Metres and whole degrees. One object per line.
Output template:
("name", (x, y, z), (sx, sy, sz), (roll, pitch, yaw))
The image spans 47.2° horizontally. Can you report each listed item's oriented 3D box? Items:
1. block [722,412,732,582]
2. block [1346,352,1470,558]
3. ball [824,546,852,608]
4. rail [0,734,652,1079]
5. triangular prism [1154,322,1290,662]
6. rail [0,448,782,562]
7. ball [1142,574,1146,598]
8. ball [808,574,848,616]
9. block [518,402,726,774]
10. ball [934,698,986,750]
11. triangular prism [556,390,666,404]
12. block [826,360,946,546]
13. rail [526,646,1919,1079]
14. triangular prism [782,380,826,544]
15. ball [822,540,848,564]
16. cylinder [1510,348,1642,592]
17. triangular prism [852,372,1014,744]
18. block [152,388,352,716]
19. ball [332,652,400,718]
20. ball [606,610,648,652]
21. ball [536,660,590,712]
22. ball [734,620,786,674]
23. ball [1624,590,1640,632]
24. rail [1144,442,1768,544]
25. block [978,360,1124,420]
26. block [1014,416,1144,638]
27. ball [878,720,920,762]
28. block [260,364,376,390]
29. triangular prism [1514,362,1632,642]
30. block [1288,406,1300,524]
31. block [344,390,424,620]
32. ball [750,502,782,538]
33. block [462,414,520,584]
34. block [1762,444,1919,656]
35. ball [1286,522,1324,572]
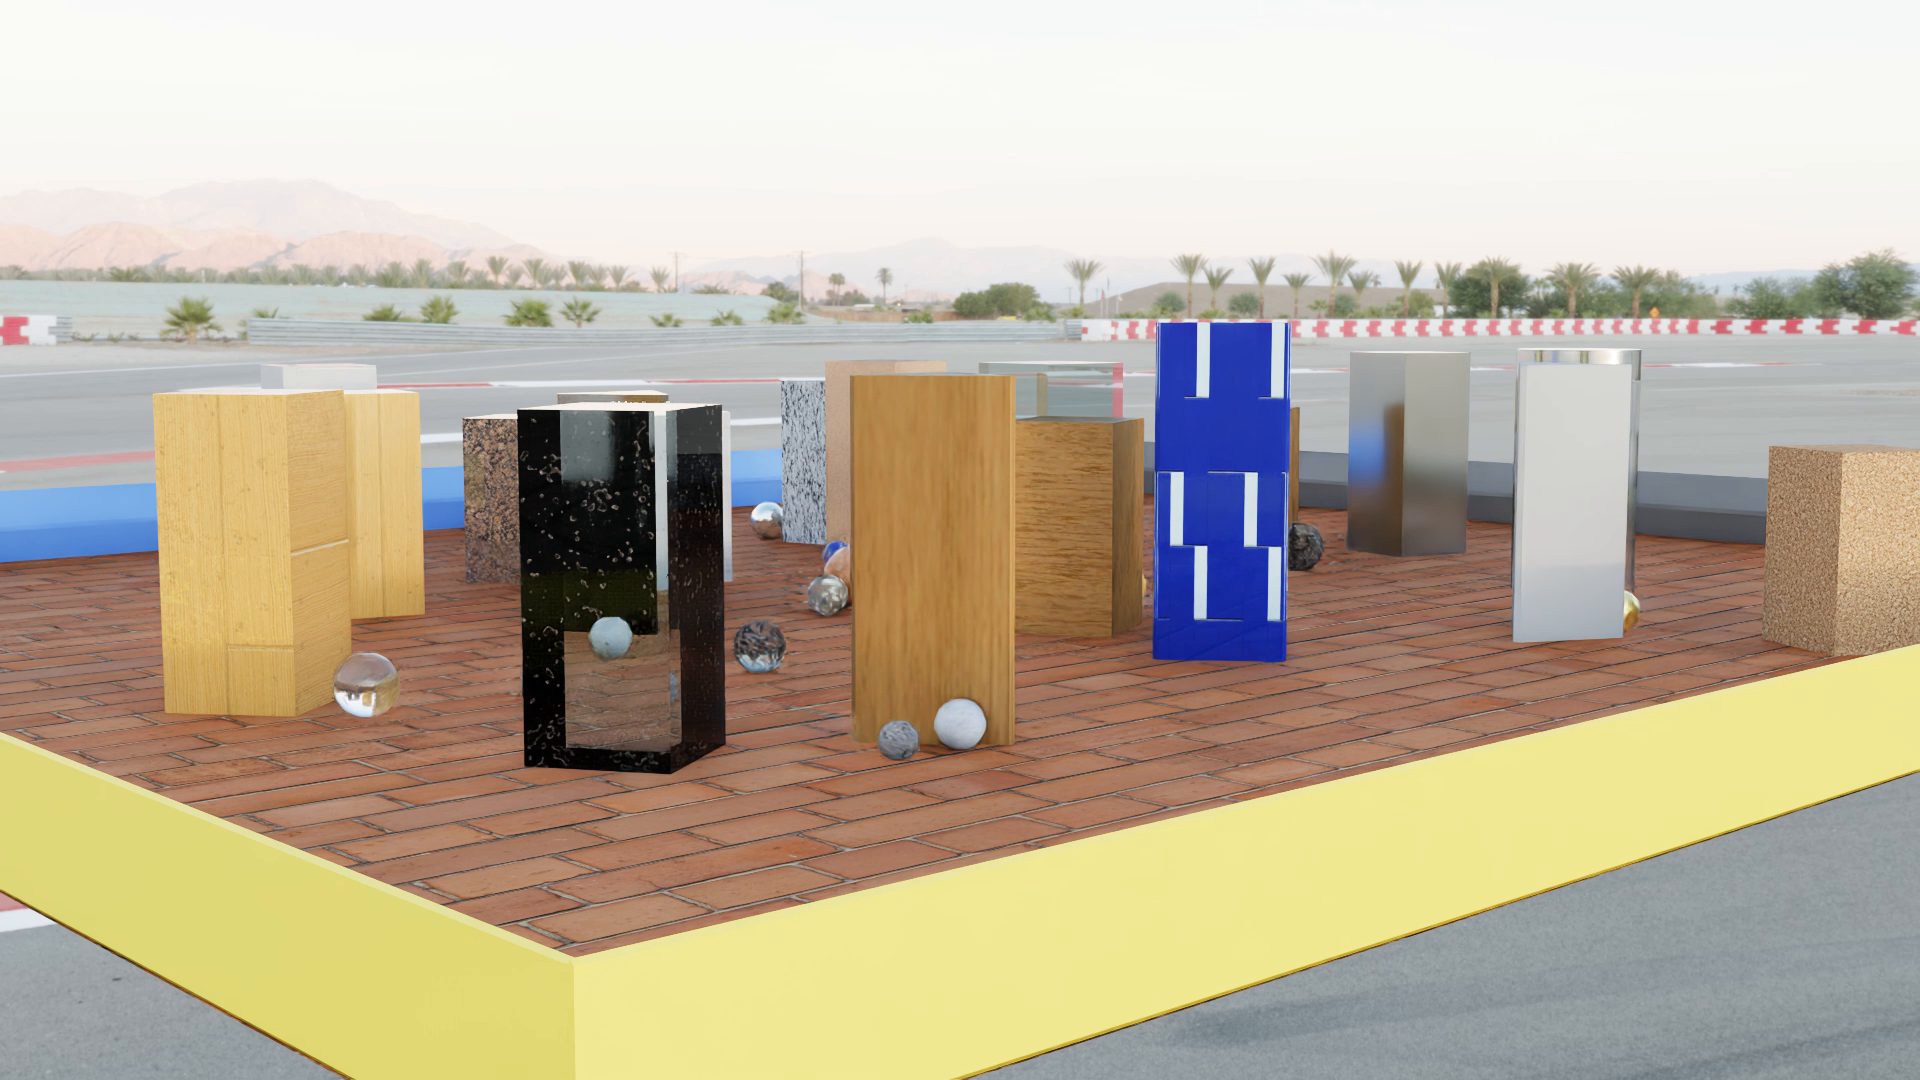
("block", (-0.480, -0.072, 3.594), (0.152, 0.277, 0.152), (-5, 8, -39))
("block", (0.818, -0.160, 4.018), (0.152, 0.364, 0.152), (-3, 7, -29))
("ball", (-0.155, 0.054, 3.247), (0.093, 0.093, 0.093), (0, 6, 0))
("rail", (-1.210, 0.149, 2.222), (0.045, 0.123, 3.059), (-6, 8, -42))
("triangular prism", (0.338, -0.067, 2.837), (0.165, 0.426, 0.142), (1, 6, 7))
("rail", (-1.021, -0.084, 4.433), (3.340, 0.123, 0.045), (-6, 8, -42))
("ball", (0.243, 0.069, 3.254), (0.066, 0.066, 0.066), (0, 6, 0))
("ball", (-0.191, 0.080, 3.185), (0.060, 0.060, 0.060), (0, 6, 0))
("block", (-0.332, 0.042, 2.179), (0.152, 0.348, 0.152), (2, 6, 14))
("ball", (0.000, 0.186, 2.222), (0.052, 0.052, 0.052), (0, 6, 0))
("triangular prism", (-0.466, -0.047, 3.133), (0.165, 0.325, 0.142), (2, 6, 14))
("block", (-0.129, -0.139, 3.868), (0.152, 0.353, 0.152), (4, 7, 35))
("rail", (1.021, 0.148, 2.232), (3.340, 0.123, 0.045), (-6, 8, -42))
("triangular prism", (-0.232, -0.151, 4.207), (0.165, 0.307, 0.142), (4, 7, 33))
("ball", (-0.209, 0.026, 3.743), (0.051, 0.051, 0.051), (0, 6, 0))
("cylinder", (0.974, -0.112, 3.481), (0.190, 0.380, 0.190), (0, 6, 0))
("triangular prism", (-0.023, 0.014, 2.308), (0.165, 0.376, 0.142), (0, 6, 4))
("block", (-0.791, 0.009, 2.471), (0.152, 0.351, 0.152), (1, 6, 8))
("ball", (-0.647, 0.158, 2.397), (0.071, 0.071, 0.071), (0, 6, 0))
("ball", (-0.432, 0.118, 2.854), (0.054, 0.054, 0.054), (0, 6, 0))
("ball", (-0.438, 0.161, 2.430), (0.058, 0.058, 0.058), (0, 6, 0))
("ball", (-0.245, 0.131, 2.689), (0.064, 0.064, 0.064), (0, 6, 0))
("ball", (0.906, 0.098, 3.023), (0.058, 0.058, 0.058), (0, 6, 0))
("rail", (1.210, -0.085, 4.442), (0.045, 0.123, 3.059), (-6, 8, -42))
("block", (0.135, -0.083, 3.289), (0.152, 0.364, 0.152), (-5, 8, -40))
("block", (0.161, -0.022, 3.058), (0.152, 0.291, 0.152), (2, 6, 20))
("ball", (-0.061, 0.198, 2.168), (0.041, 0.041, 0.041), (0, 6, 0))
("block", (-1.072, -0.118, 3.690), (0.152, 0.350, 0.152), (-4, 7, -31))
("triangular prism", (0.801, -0.056, 3.010), (0.165, 0.369, 0.142), (-2, 6, -17))
("block", (0.519, -0.106, 3.973), (0.152, 0.265, 0.152), (3, 7, 23))
("block", (-0.884, -0.055, 3.222), (0.152, 0.323, 0.152), (-3, 7, -29))
("ball", (-0.371, -0.038, 4.260), (0.070, 0.070, 0.070), (0, 6, 0))
("block", (-0.715, -0.070, 3.627), (0.152, 0.267, 0.152), (1, 6, 11))
("block", (1.175, 0.009, 2.901), (0.152, 0.261, 0.152), (-2, 6, -15))
("ball", (0.573, 0.012, 3.723), (0.084, 0.084, 0.084), (0, 6, 0))
